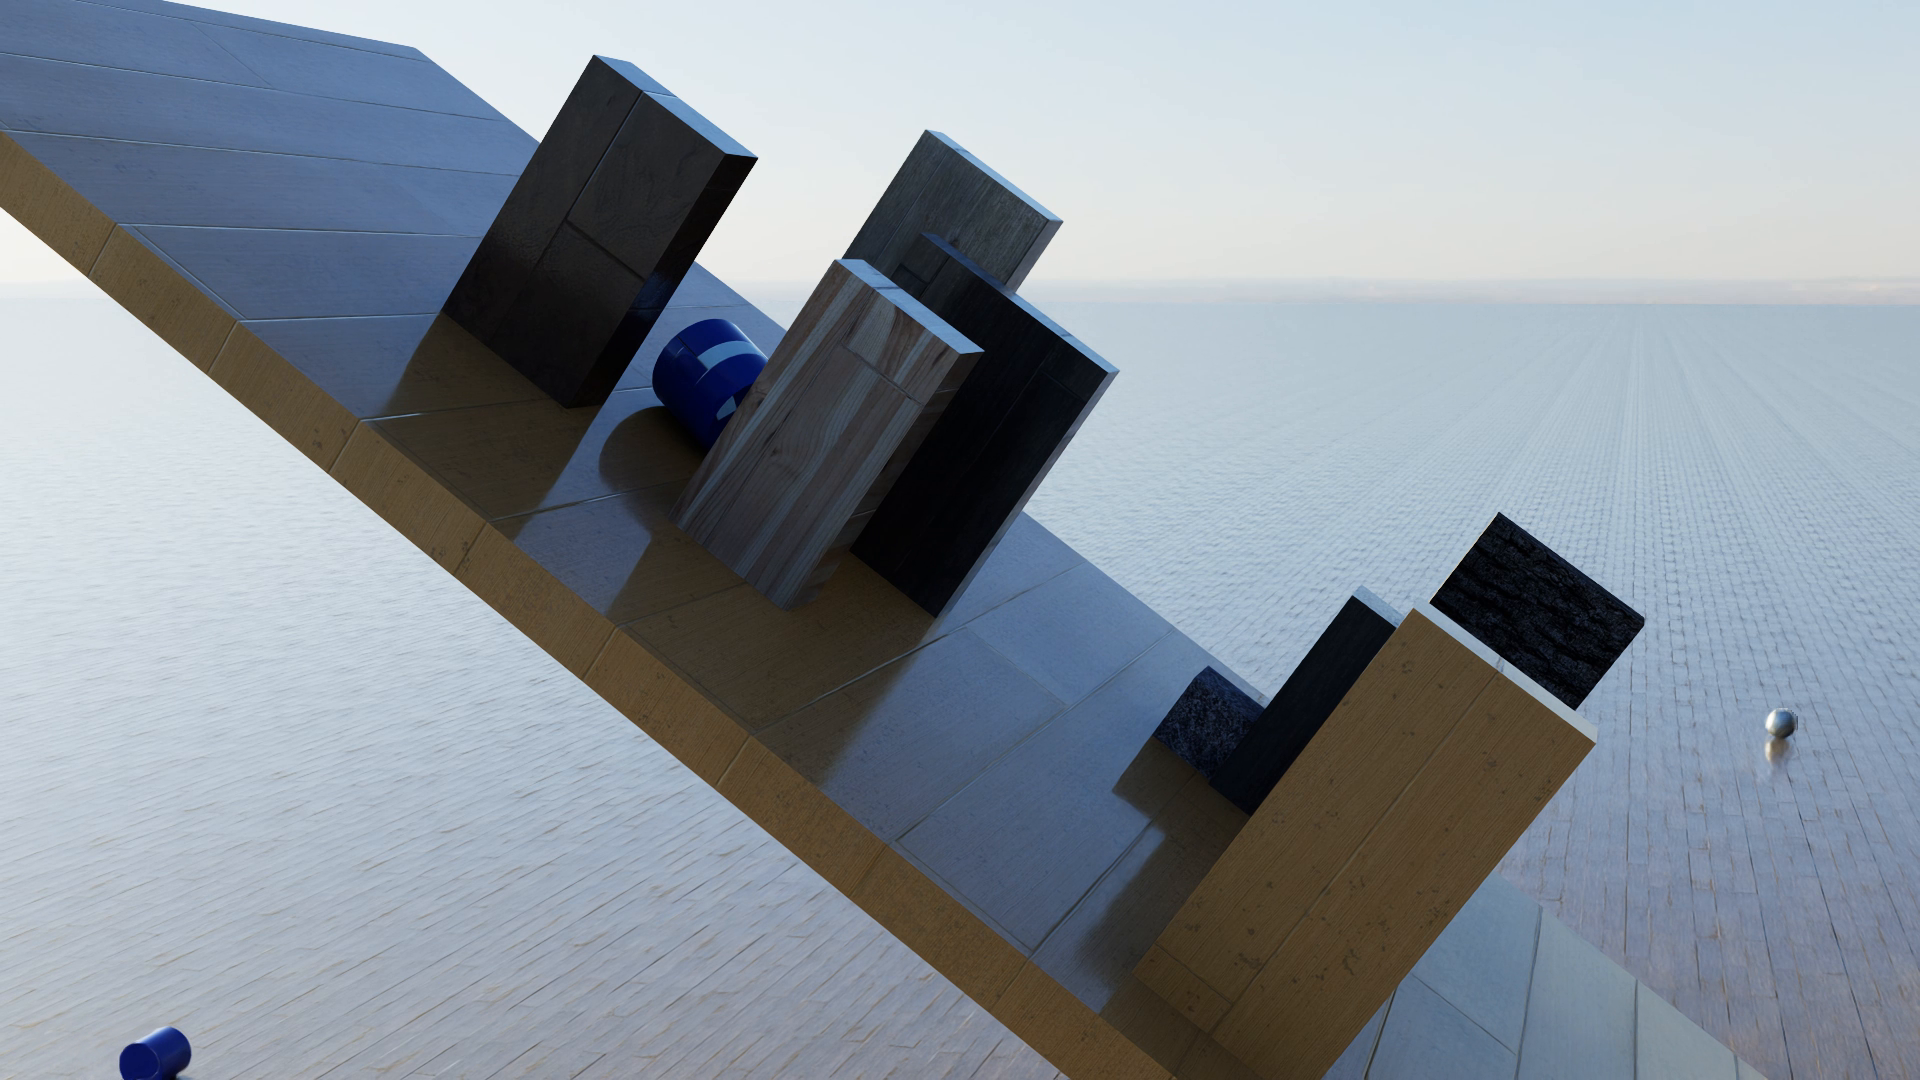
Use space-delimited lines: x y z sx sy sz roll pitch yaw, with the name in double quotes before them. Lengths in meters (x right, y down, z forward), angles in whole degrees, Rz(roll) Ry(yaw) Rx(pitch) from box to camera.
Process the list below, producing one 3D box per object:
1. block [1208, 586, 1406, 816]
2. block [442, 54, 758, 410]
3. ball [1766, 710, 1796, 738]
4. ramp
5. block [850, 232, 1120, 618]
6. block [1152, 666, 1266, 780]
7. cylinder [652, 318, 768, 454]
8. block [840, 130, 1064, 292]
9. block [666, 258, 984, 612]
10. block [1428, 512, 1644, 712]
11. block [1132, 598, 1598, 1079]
"block" 0.744 0.373 4.118 0.336 0.454 0.143 38 16 10
"block" -0.628 -0.531 3.821 0.293 0.528 0.145 38 16 10
"ball" 3.286 0.736 8.803 0.114 0.114 0.114 0 7 0
"ramp" -0.086 0.157 4.080 4.000 0.100 2.000 38 16 10
"block" -0.044 -0.209 4.024 0.427 0.554 0.092 38 16 10
"block" 0.479 0.350 4.226 0.141 0.141 0.141 38 16 10
"cylinder" -0.432 -0.271 4.070 0.201 0.201 0.201 -6 41 -42
"block" -0.109 -0.472 4.490 0.314 0.652 0.114 38 16 10
"block" -0.223 -0.173 3.612 0.257 0.519 0.134 38 16 10
"block" 1.098 0.311 4.680 0.372 0.643 0.108 38 16 10
"block" 0.567 0.444 3.120 0.301 0.676 0.105 38 16 10
